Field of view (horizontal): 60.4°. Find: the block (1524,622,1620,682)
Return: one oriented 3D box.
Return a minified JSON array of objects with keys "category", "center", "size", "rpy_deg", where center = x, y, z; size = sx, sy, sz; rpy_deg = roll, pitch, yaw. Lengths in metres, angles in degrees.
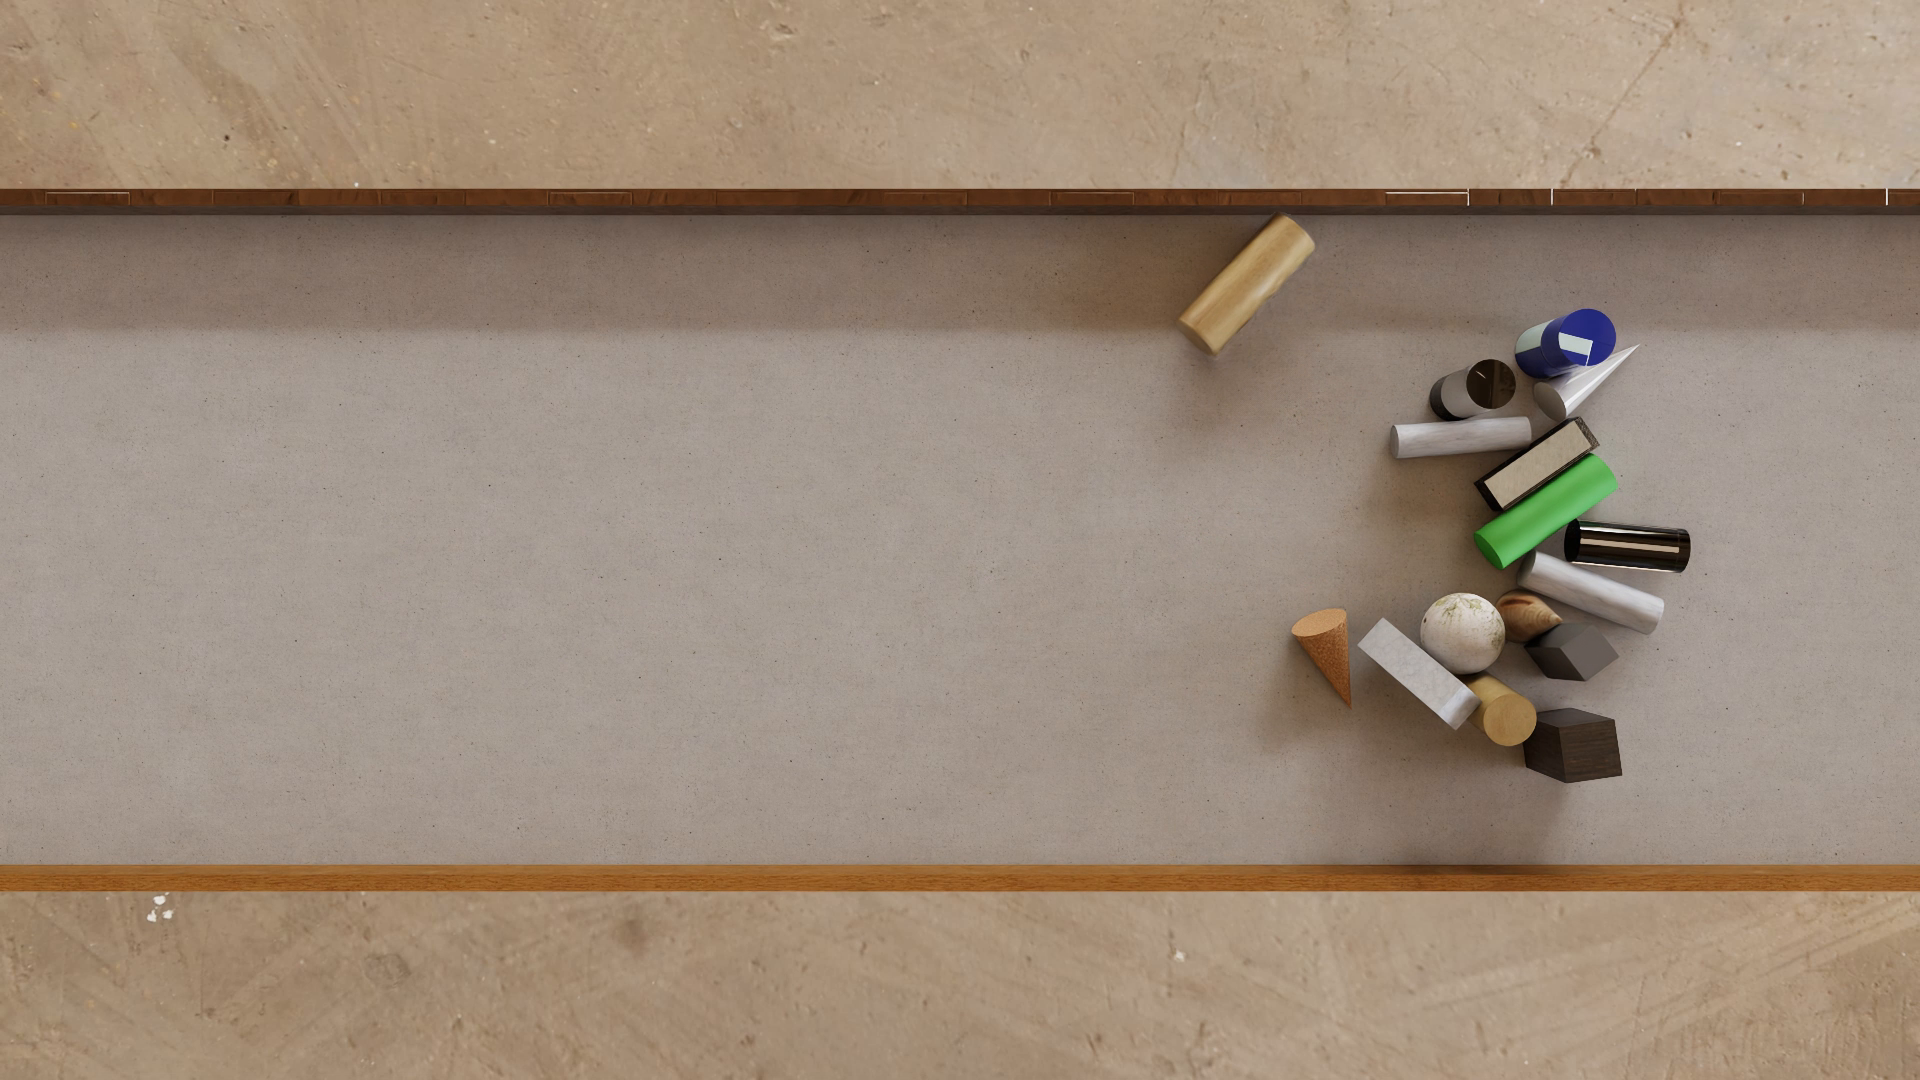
[{"category":"block","center":[1.811,0.331,4.897],"size":[0.120,0.351,0.120],"rpy_deg":[-37,86,0]}]

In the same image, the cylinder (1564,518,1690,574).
[{"category":"cylinder","center":[2.024,0.018,5.009],"size":[0.331,0.136,0.136],"rpy_deg":[5,90,0]}]

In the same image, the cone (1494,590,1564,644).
[{"category":"cone","center":[1.714,0.231,4.868],"size":[0.166,0.410,0.166],"rpy_deg":[0,89,2]}]

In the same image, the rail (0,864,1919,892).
[{"category":"rail","center":[-2.247,1.025,5.001],"size":[12.000,0.150,0.050],"rpy_deg":[0,90,0]}]

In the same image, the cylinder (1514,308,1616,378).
[{"category":"cylinder","center":[1.789,-0.578,4.890],"size":[0.164,0.372,0.164],"rpy_deg":[0,90,0]}]

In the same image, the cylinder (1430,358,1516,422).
[{"category":"cylinder","center":[1.520,-0.442,4.904],"size":[0.145,0.338,0.145],"rpy_deg":[0,88,-2]}]

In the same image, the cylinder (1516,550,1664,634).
[{"category":"cylinder","center":[1.915,0.158,5.017],"size":[0.413,0.120,0.120],"rpy_deg":[21,90,0]}]

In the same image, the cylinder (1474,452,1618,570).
[{"category":"cylinder","center":[1.776,-0.087,5.007],"size":[0.423,0.139,0.139],"rpy_deg":[-35,90,0]}]

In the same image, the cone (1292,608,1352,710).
[{"category":"cone","center":[1.146,0.387,5.035],"size":[0.171,0.171,0.311],"rpy_deg":[-23,105,0]}]

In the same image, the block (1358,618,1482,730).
[{"category":"block","center":[1.356,0.392,4.880],"size":[0.114,0.390,0.114],"rpy_deg":[-49,126,6]}]

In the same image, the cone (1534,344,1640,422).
[{"category":"cone","center":[1.944,-0.512,5.043],"size":[0.363,0.136,0.136],"rpy_deg":[-31,90,-11]}]

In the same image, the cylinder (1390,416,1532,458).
[{"category":"cylinder","center":[1.524,-0.313,5.026],"size":[0.400,0.102,0.102],"rpy_deg":[-4,90,0]}]

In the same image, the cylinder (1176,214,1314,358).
[{"category":"cylinder","center":[0.864,-0.771,4.996],"size":[0.160,0.160,0.444],"rpy_deg":[43,90,0]}]

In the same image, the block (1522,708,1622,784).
[{"category":"block","center":[1.812,0.608,4.908],"size":[0.163,0.337,0.163],"rpy_deg":[-8,90,0]}]

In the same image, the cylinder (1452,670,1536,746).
[{"category":"cylinder","center":[1.566,0.486,4.887],"size":[0.154,0.359,0.154],"rpy_deg":[0,99,-2]}]

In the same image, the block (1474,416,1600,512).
[{"category":"block","center":[1.755,-0.231,5.023],"size":[0.351,0.106,0.106],"rpy_deg":[-34,90,0]}]

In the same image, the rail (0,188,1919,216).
[{"category":"rail","center":[-2.247,-1.025,5.002],"size":[12.000,0.150,0.050],"rpy_deg":[0,90,0]}]

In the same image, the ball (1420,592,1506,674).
[{"category":"ball","center":[1.509,0.281,4.954],"size":[0.246,0.246,0.246],"rpy_deg":[0,90,0]}]
